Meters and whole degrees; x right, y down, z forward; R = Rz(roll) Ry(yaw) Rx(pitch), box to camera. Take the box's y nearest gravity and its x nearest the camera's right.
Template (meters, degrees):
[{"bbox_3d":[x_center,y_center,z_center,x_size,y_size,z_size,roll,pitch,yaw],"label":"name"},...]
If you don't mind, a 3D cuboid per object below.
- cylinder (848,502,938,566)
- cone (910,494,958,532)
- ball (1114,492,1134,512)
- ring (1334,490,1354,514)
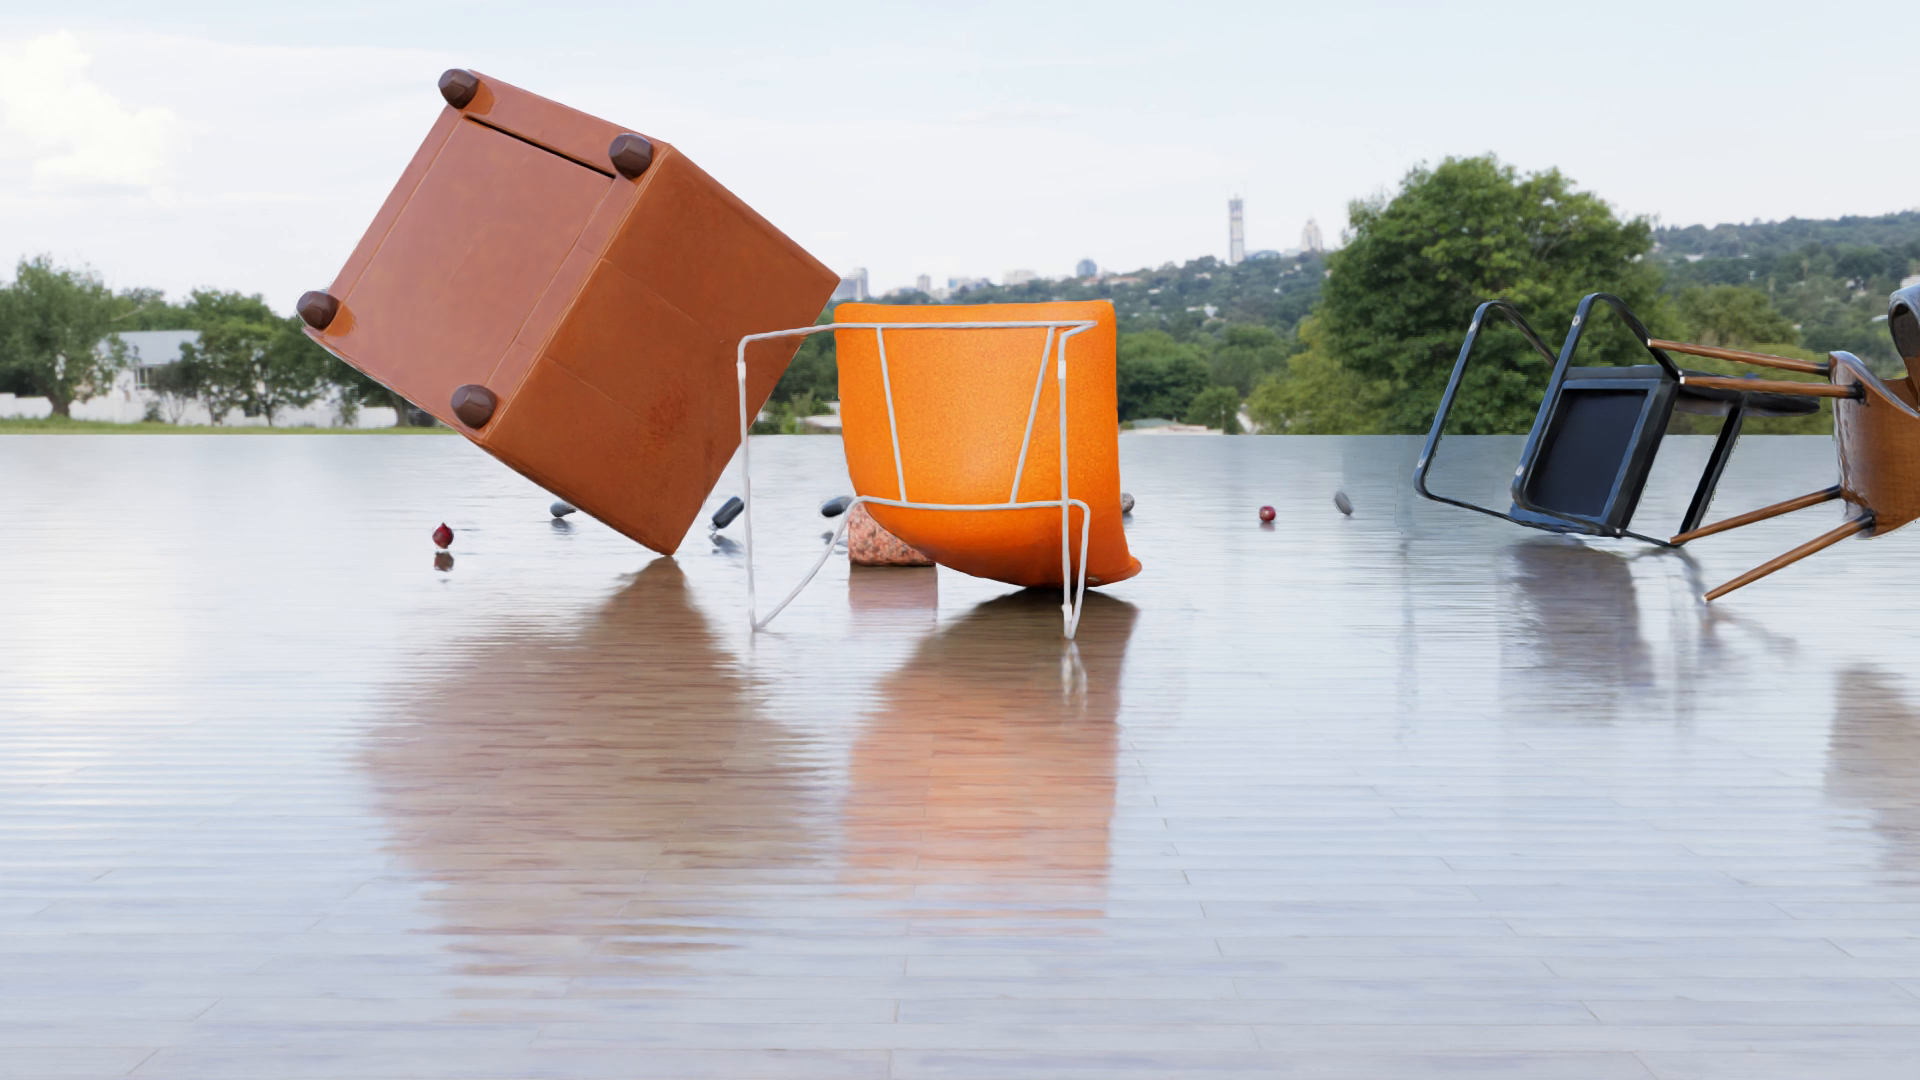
[{"bbox_3d":[-0.169,-0.015,5.594,0.218,0.167,0.136,0,-25,3],"label":"cylinder"},{"bbox_3d":[-0.050,-0.056,6.947,0.167,0.108,0.211,24,7,-32],"label":"cone"},{"bbox_3d":[0.598,-0.137,7.998,0.074,0.074,0.074,0,4,0],"label":"ball"},{"bbox_3d":[1.368,-0.133,7.846,0.037,0.083,0.107,-32,-48,17],"label":"ring"}]
